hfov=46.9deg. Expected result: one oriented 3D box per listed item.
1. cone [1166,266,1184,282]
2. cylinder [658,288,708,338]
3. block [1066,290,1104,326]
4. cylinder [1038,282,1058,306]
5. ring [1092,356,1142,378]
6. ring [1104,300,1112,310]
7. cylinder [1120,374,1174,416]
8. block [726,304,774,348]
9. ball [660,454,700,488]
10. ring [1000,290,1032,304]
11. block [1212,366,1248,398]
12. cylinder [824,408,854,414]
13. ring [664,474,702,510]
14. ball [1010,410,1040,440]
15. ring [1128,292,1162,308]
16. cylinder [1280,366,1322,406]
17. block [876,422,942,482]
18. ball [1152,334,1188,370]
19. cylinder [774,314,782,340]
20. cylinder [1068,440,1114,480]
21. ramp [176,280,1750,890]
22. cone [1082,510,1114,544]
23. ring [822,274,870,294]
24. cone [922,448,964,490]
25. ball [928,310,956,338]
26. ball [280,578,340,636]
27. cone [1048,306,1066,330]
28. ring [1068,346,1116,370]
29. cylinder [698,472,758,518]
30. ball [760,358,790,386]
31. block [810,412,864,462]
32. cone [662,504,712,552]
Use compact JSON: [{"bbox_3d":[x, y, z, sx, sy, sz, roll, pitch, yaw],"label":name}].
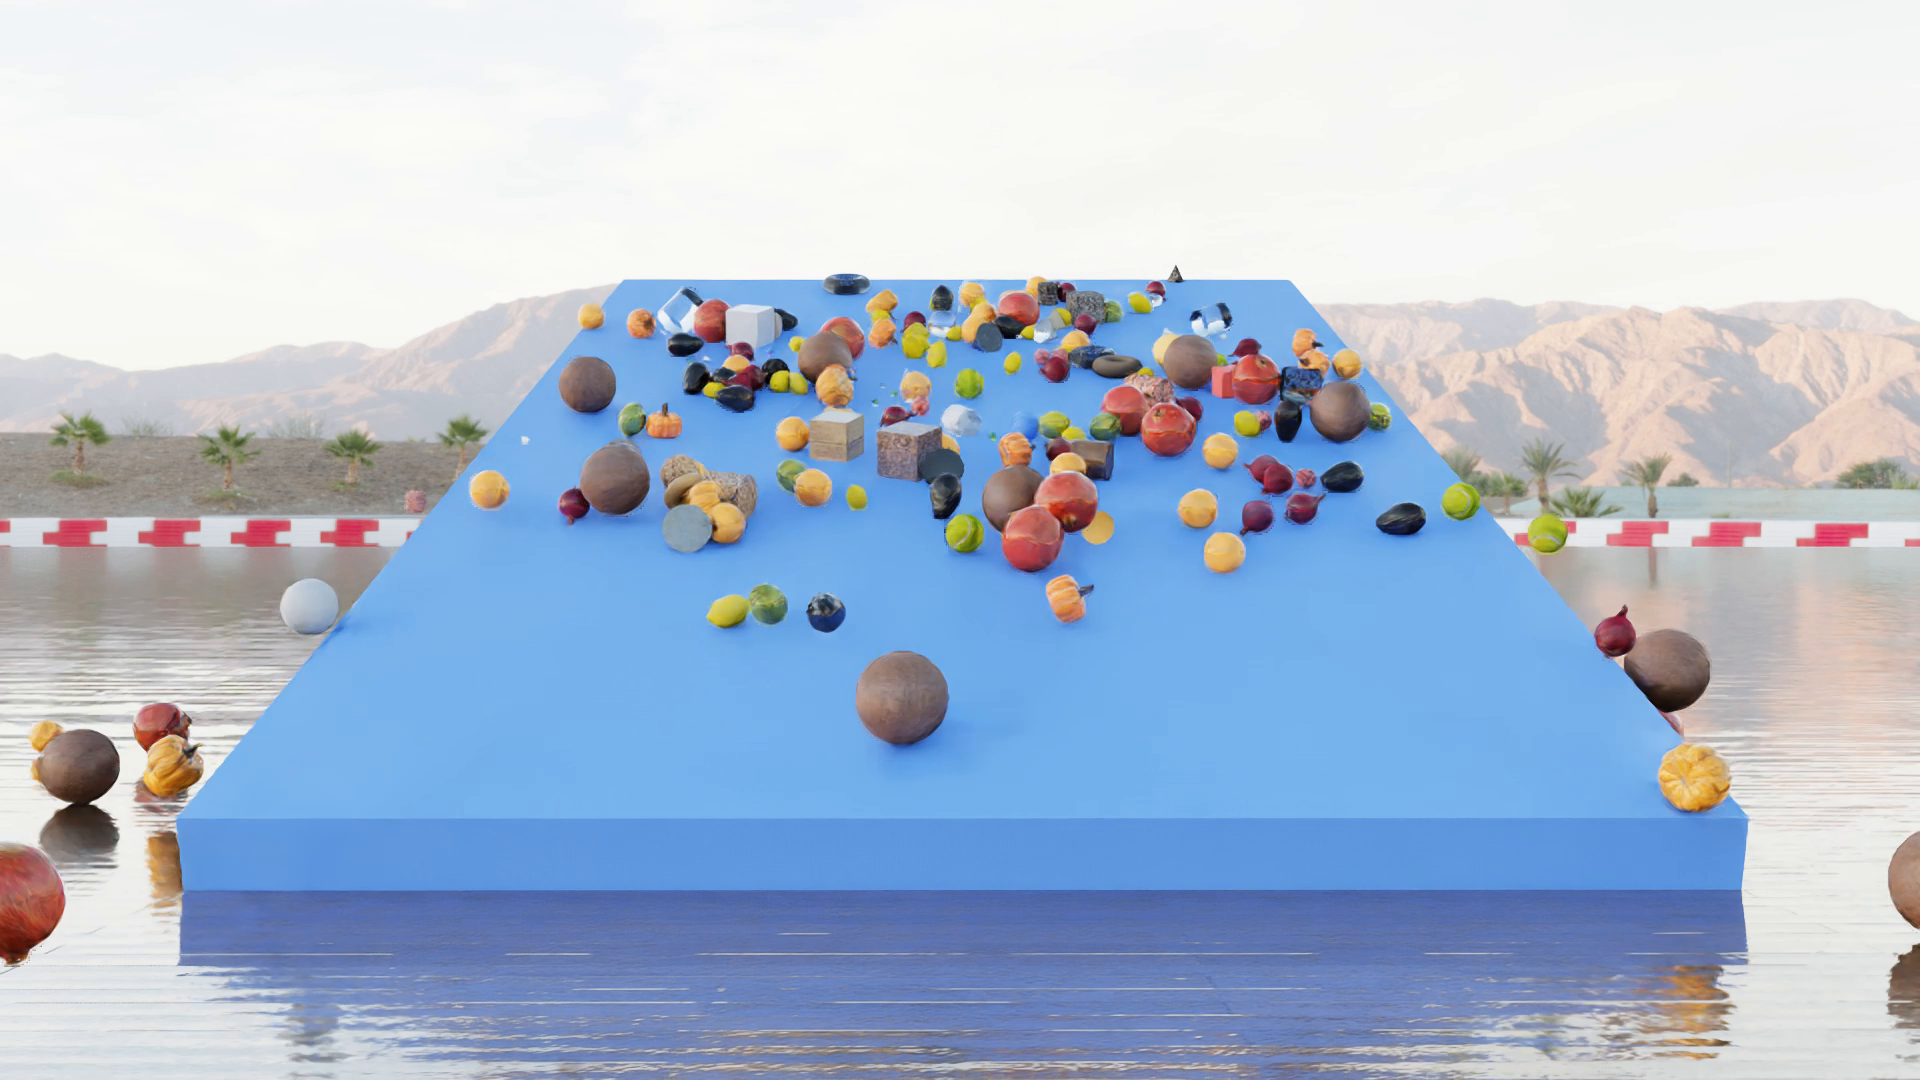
[{"bbox_3d":[0.644,-0.798,6.611,0.053,0.053,0.053,0,17,0],"label":"cone"},{"bbox_3d":[-0.724,-0.593,5.778,0.093,0.093,0.093,-49,25,-24],"label":"cylinder"},{"bbox_3d":[0.337,-0.627,5.986,0.079,0.079,0.079,-5,17,-18],"label":"block"},{"bbox_3d":[0.249,-0.695,6.253,0.057,0.057,0.057,0,17,0],"label":"cylinder"},{"bbox_3d":[0.380,-0.418,5.351,0.121,0.040,0.121,1,16,0],"label":"ring"},{"bbox_3d":[0.381,-0.656,6.174,0.083,0.028,0.083,1,17,0],"label":"ring"},{"bbox_3d":[0.420,-0.325,4.957,0.085,0.085,0.085,14,9,40],"label":"cylinder"},{"bbox_3d":[-0.540,-0.550,5.701,0.092,0.092,0.092,7,18,22],"label":"block"},{"bbox_3d":[-0.530,-0.125,4.195,0.074,0.074,0.074,0,0,0],"label":"ball"},{"bbox_3d":[0.159,-0.688,6.276,0.092,0.031,0.092,-1,16,0],"label":"ring"},{"bbox_3d":[0.626,-0.368,5.141,0.062,0.062,0.062,-5,17,-17],"label":"block"},{"bbox_3d":[-0.262,-0.257,4.773,0.055,0.055,0.055,6,2,19],"label":"cylinder"},{"bbox_3d":[-0.512,-0.089,4.162,0.094,0.031,0.094,-22,-32,-15],"label":"ring"},{"bbox_3d":[0.140,-0.243,4.716,0.065,0.065,0.065,0,0,0],"label":"ball"},{"bbox_3d":[0.521,-0.678,6.240,0.098,0.033,0.098,3,19,-1],"label":"ring"},{"bbox_3d":[0.778,-0.352,5.053,0.083,0.083,0.083,6,2,20],"label":"cylinder"},{"bbox_3d":[-0.101,-0.178,4.441,0.094,0.094,0.094,9,19,29],"label":"block"},{"bbox_3d":[0.515,-0.461,5.414,0.087,0.087,0.087,0,0,0],"label":"ball"},{"bbox_3d":[-0.509,-0.560,5.775,0.068,0.068,0.068,7,3,22],"label":"cylinder"},{"bbox_3d":[0.262,-0.161,4.415,0.076,0.076,0.076,5,1,16],"label":"cylinder"},{"bbox_3d":[-0.002,-0.167,4.746,2.000,0.100,4.000,0,17,0],"label":"ramp"},{"bbox_3d":[0.260,-0.017,4.016,0.063,0.063,0.063,0,-11,21],"label":"cone"},{"bbox_3d":[-0.329,-0.744,6.436,0.139,0.046,0.139,0,18,0],"label":"ring"},{"bbox_3d":[-0.035,-0.133,4.390,0.083,0.083,0.083,0,-10,-2],"label":"cone"},{"bbox_3d":[-0.046,-0.563,5.775,0.075,0.075,0.075,0,0,0],"label":"ball"},{"bbox_3d":[-1.034,0.107,3.523,0.090,0.090,0.090,0,0,0],"label":"ball"},{"bbox_3d":[0.254,-0.598,5.919,0.060,0.060,0.060,0,17,0],"label":"cone"},{"bbox_3d":[0.326,-0.449,5.454,0.123,0.041,0.123,0,17,0],"label":"ring"},{"bbox_3d":[-0.434,-0.085,4.146,0.082,0.082,0.082,6,2,21],"label":"cylinder"},{"bbox_3d":[-0.436,-0.396,5.222,0.068,0.068,0.068,0,0,0],"label":"ball"},{"bbox_3d":[-0.254,-0.214,4.581,0.084,0.084,0.084,7,18,22],"label":"block"},{"bbox_3d":[-0.492,-0.013,3.981,0.087,0.087,0.087,0,-10,-9],"label":"cone"}]
